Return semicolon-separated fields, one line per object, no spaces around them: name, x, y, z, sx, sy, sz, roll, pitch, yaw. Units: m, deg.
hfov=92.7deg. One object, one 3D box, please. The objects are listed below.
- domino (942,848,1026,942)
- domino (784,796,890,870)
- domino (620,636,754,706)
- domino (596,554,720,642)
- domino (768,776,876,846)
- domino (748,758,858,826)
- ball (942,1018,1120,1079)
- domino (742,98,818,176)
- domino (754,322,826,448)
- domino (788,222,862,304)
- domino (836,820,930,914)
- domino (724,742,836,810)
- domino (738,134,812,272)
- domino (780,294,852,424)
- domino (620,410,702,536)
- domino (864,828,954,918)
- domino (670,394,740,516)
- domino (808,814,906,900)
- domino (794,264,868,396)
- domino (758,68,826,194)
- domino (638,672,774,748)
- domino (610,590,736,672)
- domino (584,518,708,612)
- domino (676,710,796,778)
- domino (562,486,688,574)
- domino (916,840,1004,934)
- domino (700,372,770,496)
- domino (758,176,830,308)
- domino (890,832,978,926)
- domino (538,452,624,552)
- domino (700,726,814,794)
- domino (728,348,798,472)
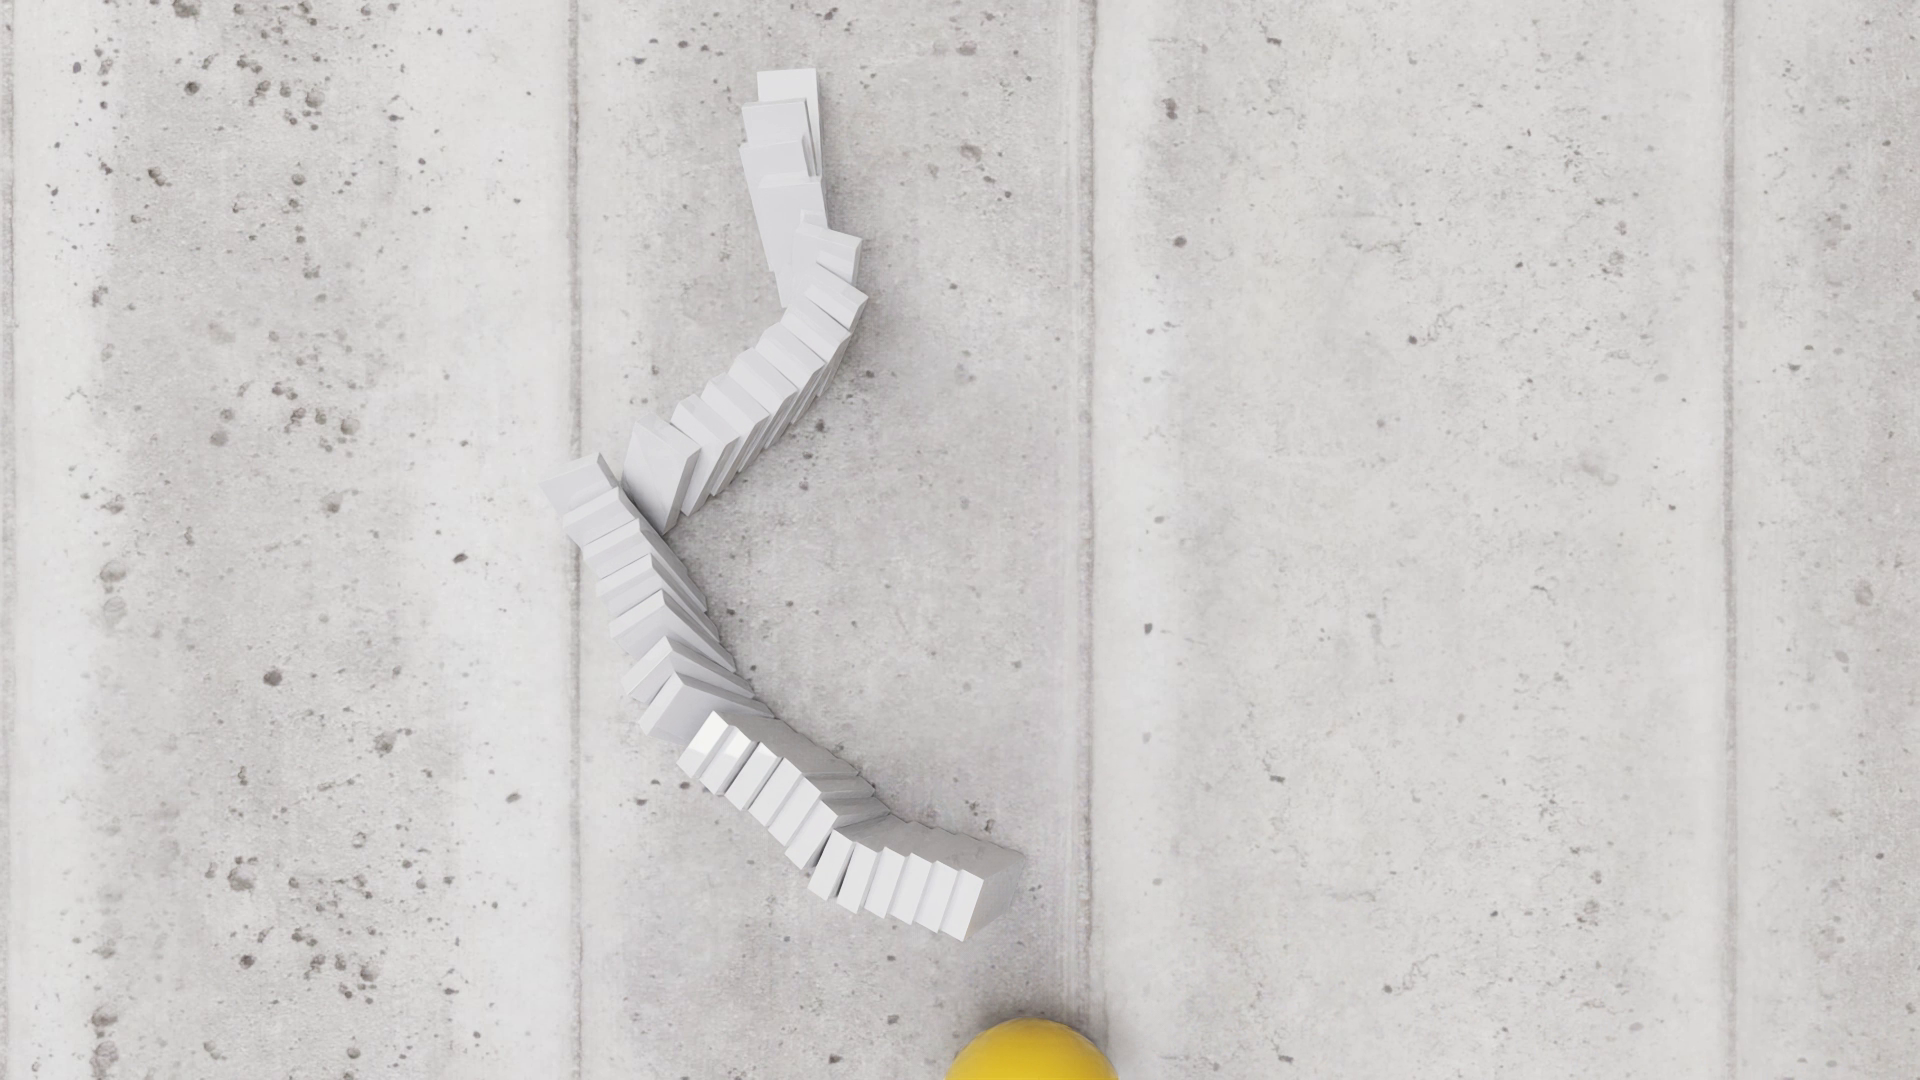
domino;0.011;0.144;0.375;0.009;0.050;0.025;19;90;24
domino;-0.049;0.119;0.375;0.009;0.050;0.025;34;90;24
domino;-0.111;0.061;0.378;0.025;0.050;0.010;-45;47;0
domino;-0.124;0.030;0.380;0.025;0.010;0.050;-29;131;0
domino;-0.055;0.110;0.375;0.010;0.050;0.025;34;90;24
domino;-0.063;0.103;0.375;0.010;0.050;0.025;34;90;24
ball;0.029;0.233;0.360;0.080;0.080;0.080;0;90;0
domino;-0.072;-0.155;0.381;0.025;0.010;0.050;-5;127;1
domino;-0.078;-0.063;0.379;0.025;0.009;0.050;41;133;-3
domino;-0.057;-0.103;0.379;0.025;0.010;0.050;16;133;0
domino;-0.030;0.133;0.375;0.009;0.050;0.025;20;92;24
domino;-0.072;0.097;0.375;0.009;0.050;0.025;34;90;25
domino;-0.072;-0.139;0.381;0.025;0.010;0.050;-7;127;2
domino;-0.067;-0.074;0.379;0.025;0.010;0.050;39;133;-3
domino;-0.126;-0.027;0.380;0.025;0.009;0.050;35;132;1
domino;-0.019;0.135;0.375;0.009;0.050;0.025;19;90;24
domino;-0.111;-0.034;0.380;0.025;0.009;0.050;42;132;0
domino;-0.041;0.129;0.375;0.010;0.050;0.025;24;91;24
domino;-0.059;-0.086;0.379;0.025;0.010;0.050;32;133;-2
domino;-0.072;-0.175;0.395;0.025;0.009;0.050;-4;90;0
domino;-0.104;0.074;0.378;0.025;0.050;0.009;-54;47;1
domino;-0.118;0.045;0.380;0.025;0.010;0.050;-33;133;0
domino;-0.130;0.016;0.380;0.025;0.010;0.050;-28;130;0
domino;-0.090;0.085;0.376;0.010;0.050;0.025;35;90;26
domino;-0.138;0.004;0.380;0.025;0.010;0.050;-28;130;0
domino;0.001;0.141;0.375;0.010;0.050;0.025;19;90;24
domino;-0.100;-0.043;0.380;0.025;0.010;0.050;43;132;0
domino;-0.066;-0.123;0.381;0.025;0.009;0.050;-5;127;0
domino;-0.009;0.138;0.375;0.010;0.050;0.025;19;90;24
domino;-0.150;-0.010;0.382;0.025;0.010;0.050;-20;125;0
domino;-0.082;0.091;0.376;0.009;0.050;0.025;35;90;26
domino;-0.089;-0.053;0.379;0.025;0.010;0.050;43;133;-2
